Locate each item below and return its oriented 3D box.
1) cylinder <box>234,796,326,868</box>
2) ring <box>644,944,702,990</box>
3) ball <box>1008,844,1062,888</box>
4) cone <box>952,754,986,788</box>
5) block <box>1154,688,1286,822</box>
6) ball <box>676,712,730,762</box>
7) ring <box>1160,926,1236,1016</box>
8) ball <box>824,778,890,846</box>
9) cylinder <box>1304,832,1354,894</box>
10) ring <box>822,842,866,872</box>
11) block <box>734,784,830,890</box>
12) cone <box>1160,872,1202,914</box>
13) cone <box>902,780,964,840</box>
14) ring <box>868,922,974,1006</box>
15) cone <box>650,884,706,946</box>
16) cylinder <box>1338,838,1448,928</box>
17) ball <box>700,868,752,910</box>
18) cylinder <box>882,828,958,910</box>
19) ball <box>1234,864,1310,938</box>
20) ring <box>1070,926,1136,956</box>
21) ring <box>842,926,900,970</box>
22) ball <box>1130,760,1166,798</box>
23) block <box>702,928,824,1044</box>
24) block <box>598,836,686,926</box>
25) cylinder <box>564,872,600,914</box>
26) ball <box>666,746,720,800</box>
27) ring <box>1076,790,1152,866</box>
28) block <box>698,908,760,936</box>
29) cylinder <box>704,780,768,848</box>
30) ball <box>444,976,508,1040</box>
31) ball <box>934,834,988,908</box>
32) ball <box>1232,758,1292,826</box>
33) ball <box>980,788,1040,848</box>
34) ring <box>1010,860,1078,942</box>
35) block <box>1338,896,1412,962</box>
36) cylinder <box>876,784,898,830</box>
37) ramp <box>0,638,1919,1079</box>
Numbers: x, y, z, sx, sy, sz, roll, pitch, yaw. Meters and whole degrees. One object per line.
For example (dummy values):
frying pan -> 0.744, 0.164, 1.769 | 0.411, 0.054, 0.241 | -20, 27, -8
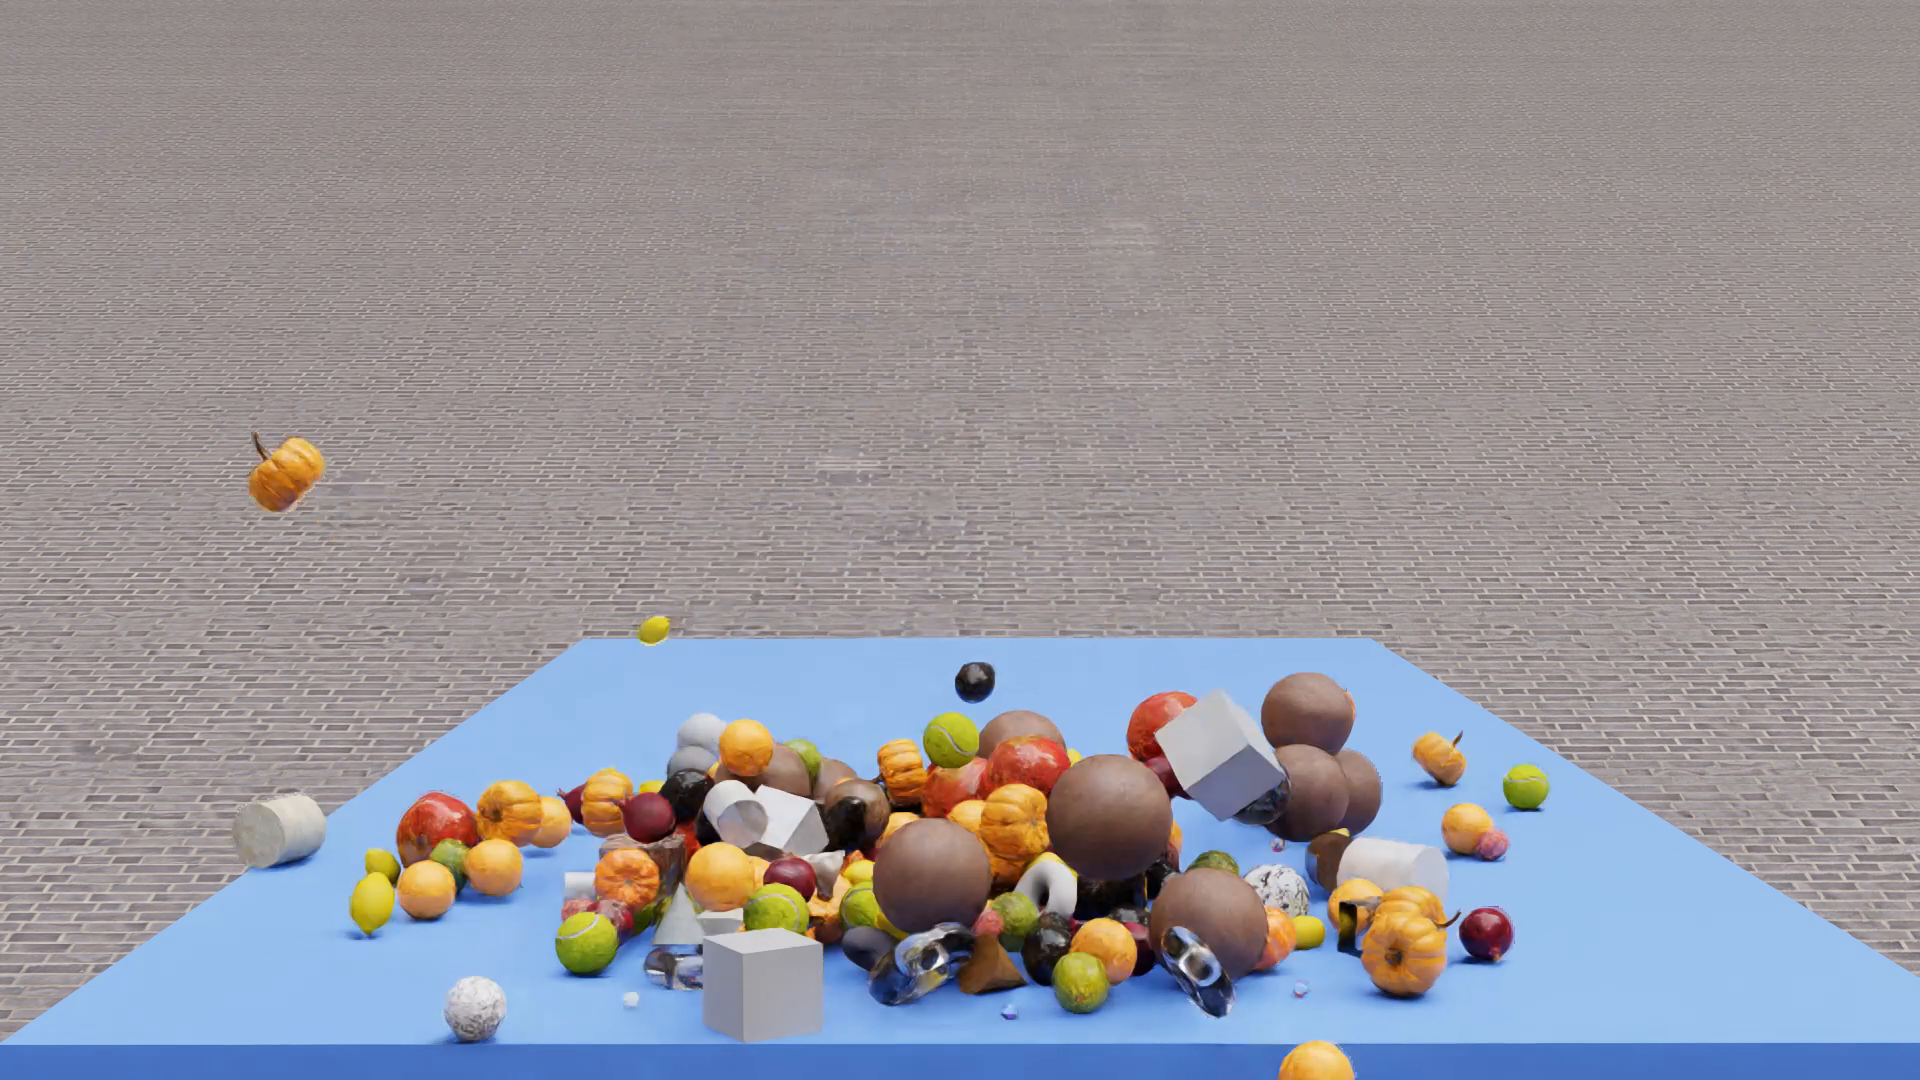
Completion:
cylinder -> -0.923, 0.395, 3.485 | 0.086, 0.086, 0.086 | 9, 7, 24
ring -> -0.288, 0.463, 2.794 | 0.111, 0.037, 0.111 | 0, 2, 0
ball -> 0.097, 0.418, 3.245 | 0.070, 0.070, 0.070 | 0, 20, 0
cone -> 0.024, 0.347, 3.899 | 0.051, 0.051, 0.051 | -18, -1, -40
block -> 0.322, 0.267, 3.182 | 0.100, 0.100, 0.100 | -37, 45, 12
ball -> -0.409, 0.318, 4.092 | 0.085, 0.085, 0.085 | 0, 20, 0
ring -> 0.244, 0.442, 2.630 | 0.035, 0.105, 0.105 | -34, 29, -11
ball -> -0.131, 0.346, 3.261 | 0.086, 0.086, 0.086 | 0, 20, 0
cylinder -> 0.479, 0.410, 3.253 | 0.073, 0.073, 0.073 | -1, -1, -4
ring -> -0.176, 0.424, 3.438 | 0.101, 0.034, 0.101 | 0, 0, 0
block -> -0.216, 0.355, 3.070 | 0.077, 0.077, 0.077 | 14, 50, 28
cone -> 0.264, 0.445, 3.179 | 0.055, 0.055, 0.055 | -8, -20, -22
cone -> -0.059, 0.407, 3.638 | 0.097, 0.097, 0.097 | 10, 34, 25
ring -> -0.040, 0.441, 2.673 | 0.123, 0.123, 0.041 | -16, 63, -37
cone -> -0.307, 0.410, 2.819 | 0.067, 0.067, 0.067 | -2, -11, 0
cylinder -> 0.524, 0.413, 3.104 | 0.097, 0.097, 0.097 | 3, 17, 42
ball -> -0.281, 0.426, 3.083 | 0.062, 0.062, 0.062 | 0, 20, 0
cylinder -> -0.048, 0.396, 3.092 | 0.076, 0.076, 0.076 | 5, 14, 14
ball -> 0.367, 0.423, 3.015 | 0.088, 0.088, 0.088 | 0, 20, 0
ring -> 0.164, 0.459, 2.941 | 0.075, 0.025, 0.075 | -1, 2, 0
ring -> -0.093, 0.451, 2.816 | 0.078, 0.078, 0.026 | 8, 55, 21
ball -> 0.295, 0.375, 4.036 | 0.058, 0.058, 0.058 | 0, 20, 0
block -> -0.200, 0.449, 2.595 | 0.090, 0.090, 0.090 | -2, 4, -32
block -> -0.385, 0.414, 3.123 | 0.094, 0.094, 0.094 | 0, 4, 0
cylinder -> -0.458, 0.433, 3.158 | 0.051, 0.051, 0.051 | 0, 20, -1
ball -> -0.418, 0.364, 4.018 | 0.083, 0.083, 0.083 | 0, 20, 0
ring -> 0.199, 0.371, 3.314 | 0.102, 0.102, 0.034 | -6, -20, -17
block -> -0.261, 0.447, 2.879 | 0.057, 0.057, 0.057 | 0, 3, 16
cylinder -> -0.260, 0.318, 2.981 | 0.060, 0.060, 0.060 | -8, 19, -20
ball -> -0.481, 0.465, 2.551 | 0.063, 0.063, 0.063 | 0, 20, 0
ball -> -0.012, 0.411, 3.189 | 0.092, 0.092, 0.092 | 0, 20, 0
ball -> 0.373, 0.315, 3.262 | 0.096, 0.096, 0.096 | 0, 20, 0
ball -> 0.067, 0.373, 3.443 | 0.081, 0.081, 0.081 | 0, 20, 0
ring -> 0.094, 0.405, 2.879 | 0.031, 0.094, 0.094 | 27, 3, -35
block -> 0.473, 0.443, 2.932 | 0.058, 0.058, 0.058 | -2, 4, -30
cylinder -> -0.121, 0.392, 3.759 | 0.060, 0.060, 0.060 | 0, 4, 0
ramp -> 0.047, 0.424, 4.534 | 2.000, 0.100, 4.000 | 0, 4, 0
